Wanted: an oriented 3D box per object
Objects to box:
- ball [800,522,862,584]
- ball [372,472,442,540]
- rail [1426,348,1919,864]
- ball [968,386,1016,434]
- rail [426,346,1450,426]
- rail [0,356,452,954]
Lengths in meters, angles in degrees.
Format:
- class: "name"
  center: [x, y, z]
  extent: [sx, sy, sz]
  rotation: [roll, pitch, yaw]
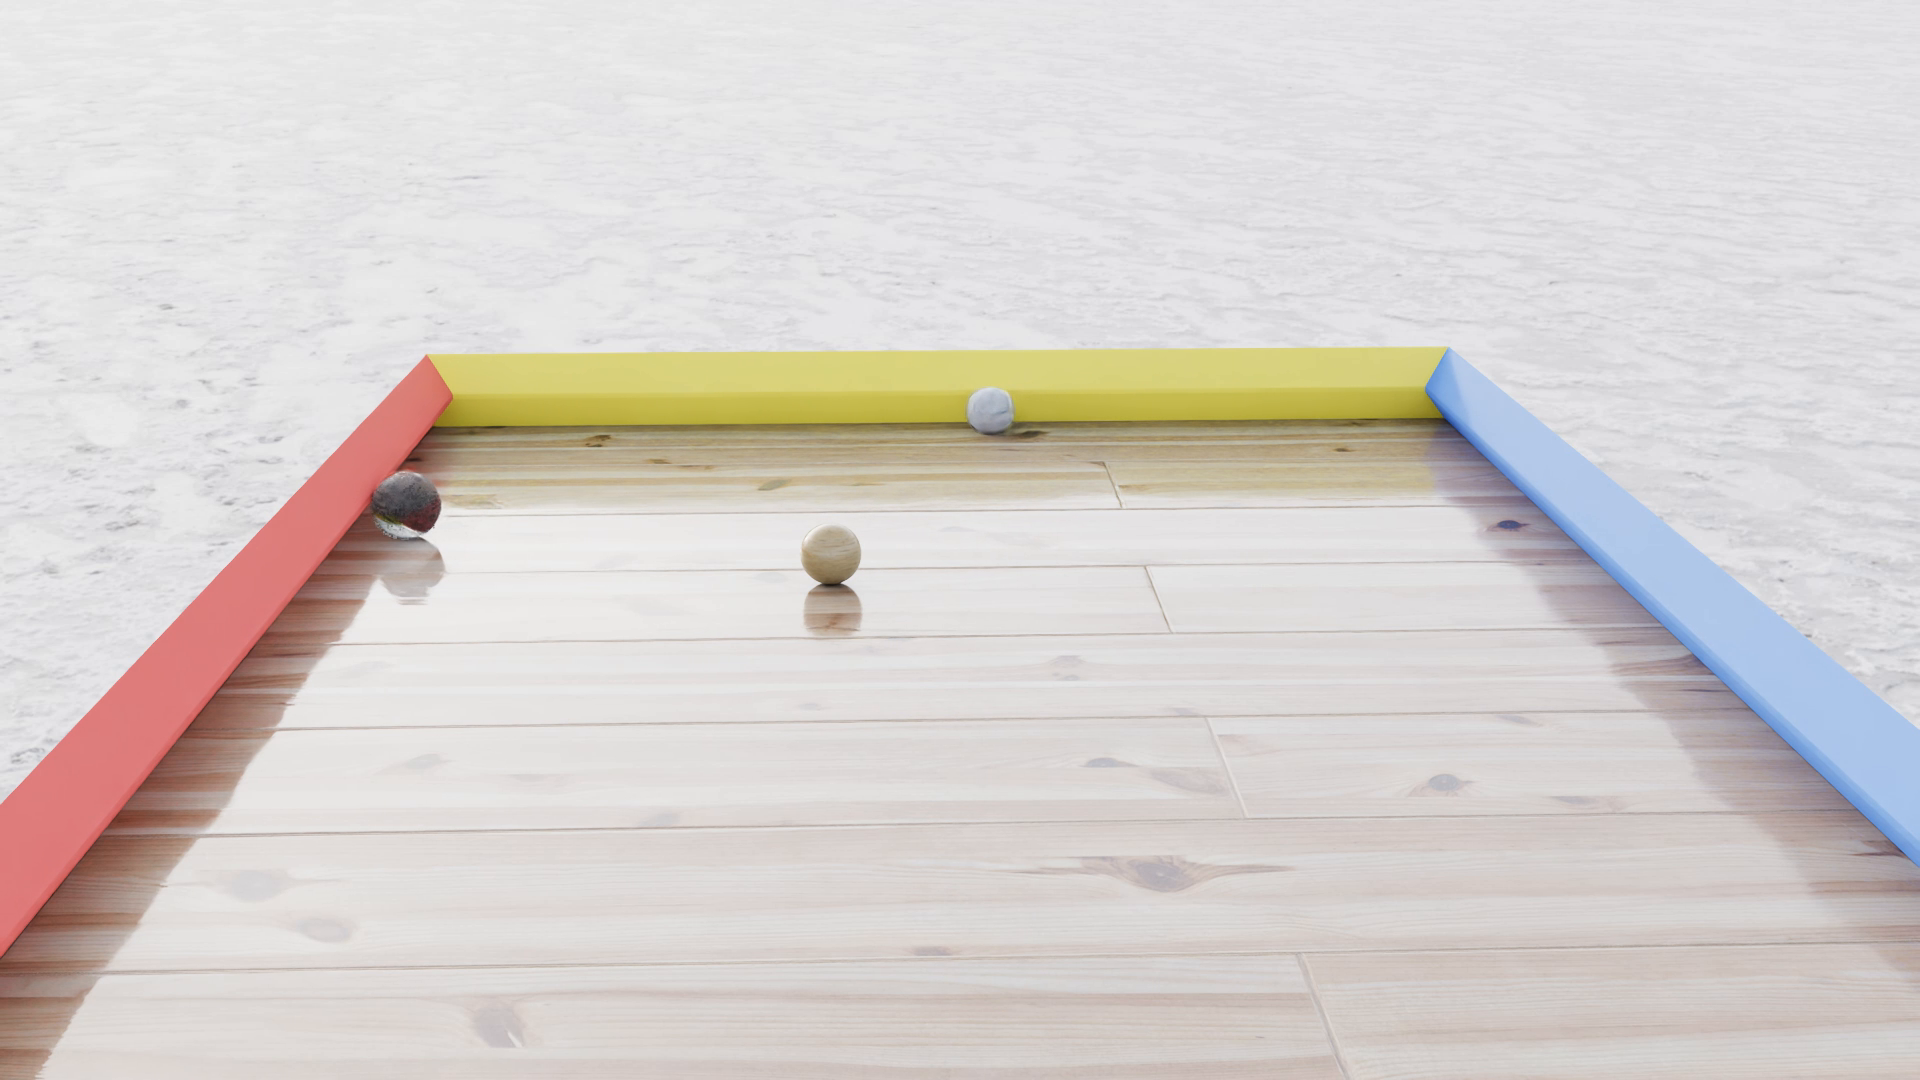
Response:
- class: "ball"
  center: [-0.152, 0.016, 2.578]
  extent: [0.073, 0.073, 0.073]
  rotation: [0, 17, 0]
- class: "ball"
  center: [-0.693, -0.043, 2.755]
  extent: [0.085, 0.085, 0.085]
  rotation: [0, 17, 0]
- class: "rail"
  center: [0.779, 0.188, 1.936]
  extent: [0.045, 0.110, 2.995]
  rotation: [-1, 17, -2]
- class: "ball"
  center: [0.046, -0.193, 3.277]
  extent: [0.071, 0.071, 0.071]
  rotation: [0, 17, 0]
- class: "rail"
  center: [-0.027, -0.227, 3.320]
  extent: [1.551, 0.110, 0.045]
  rotation: [-1, 17, -2]
- class: "rail"
  center: [-0.724, 0.204, 1.883]
  extent: [0.045, 0.110, 2.995]
  rotation: [-1, 17, -2]
